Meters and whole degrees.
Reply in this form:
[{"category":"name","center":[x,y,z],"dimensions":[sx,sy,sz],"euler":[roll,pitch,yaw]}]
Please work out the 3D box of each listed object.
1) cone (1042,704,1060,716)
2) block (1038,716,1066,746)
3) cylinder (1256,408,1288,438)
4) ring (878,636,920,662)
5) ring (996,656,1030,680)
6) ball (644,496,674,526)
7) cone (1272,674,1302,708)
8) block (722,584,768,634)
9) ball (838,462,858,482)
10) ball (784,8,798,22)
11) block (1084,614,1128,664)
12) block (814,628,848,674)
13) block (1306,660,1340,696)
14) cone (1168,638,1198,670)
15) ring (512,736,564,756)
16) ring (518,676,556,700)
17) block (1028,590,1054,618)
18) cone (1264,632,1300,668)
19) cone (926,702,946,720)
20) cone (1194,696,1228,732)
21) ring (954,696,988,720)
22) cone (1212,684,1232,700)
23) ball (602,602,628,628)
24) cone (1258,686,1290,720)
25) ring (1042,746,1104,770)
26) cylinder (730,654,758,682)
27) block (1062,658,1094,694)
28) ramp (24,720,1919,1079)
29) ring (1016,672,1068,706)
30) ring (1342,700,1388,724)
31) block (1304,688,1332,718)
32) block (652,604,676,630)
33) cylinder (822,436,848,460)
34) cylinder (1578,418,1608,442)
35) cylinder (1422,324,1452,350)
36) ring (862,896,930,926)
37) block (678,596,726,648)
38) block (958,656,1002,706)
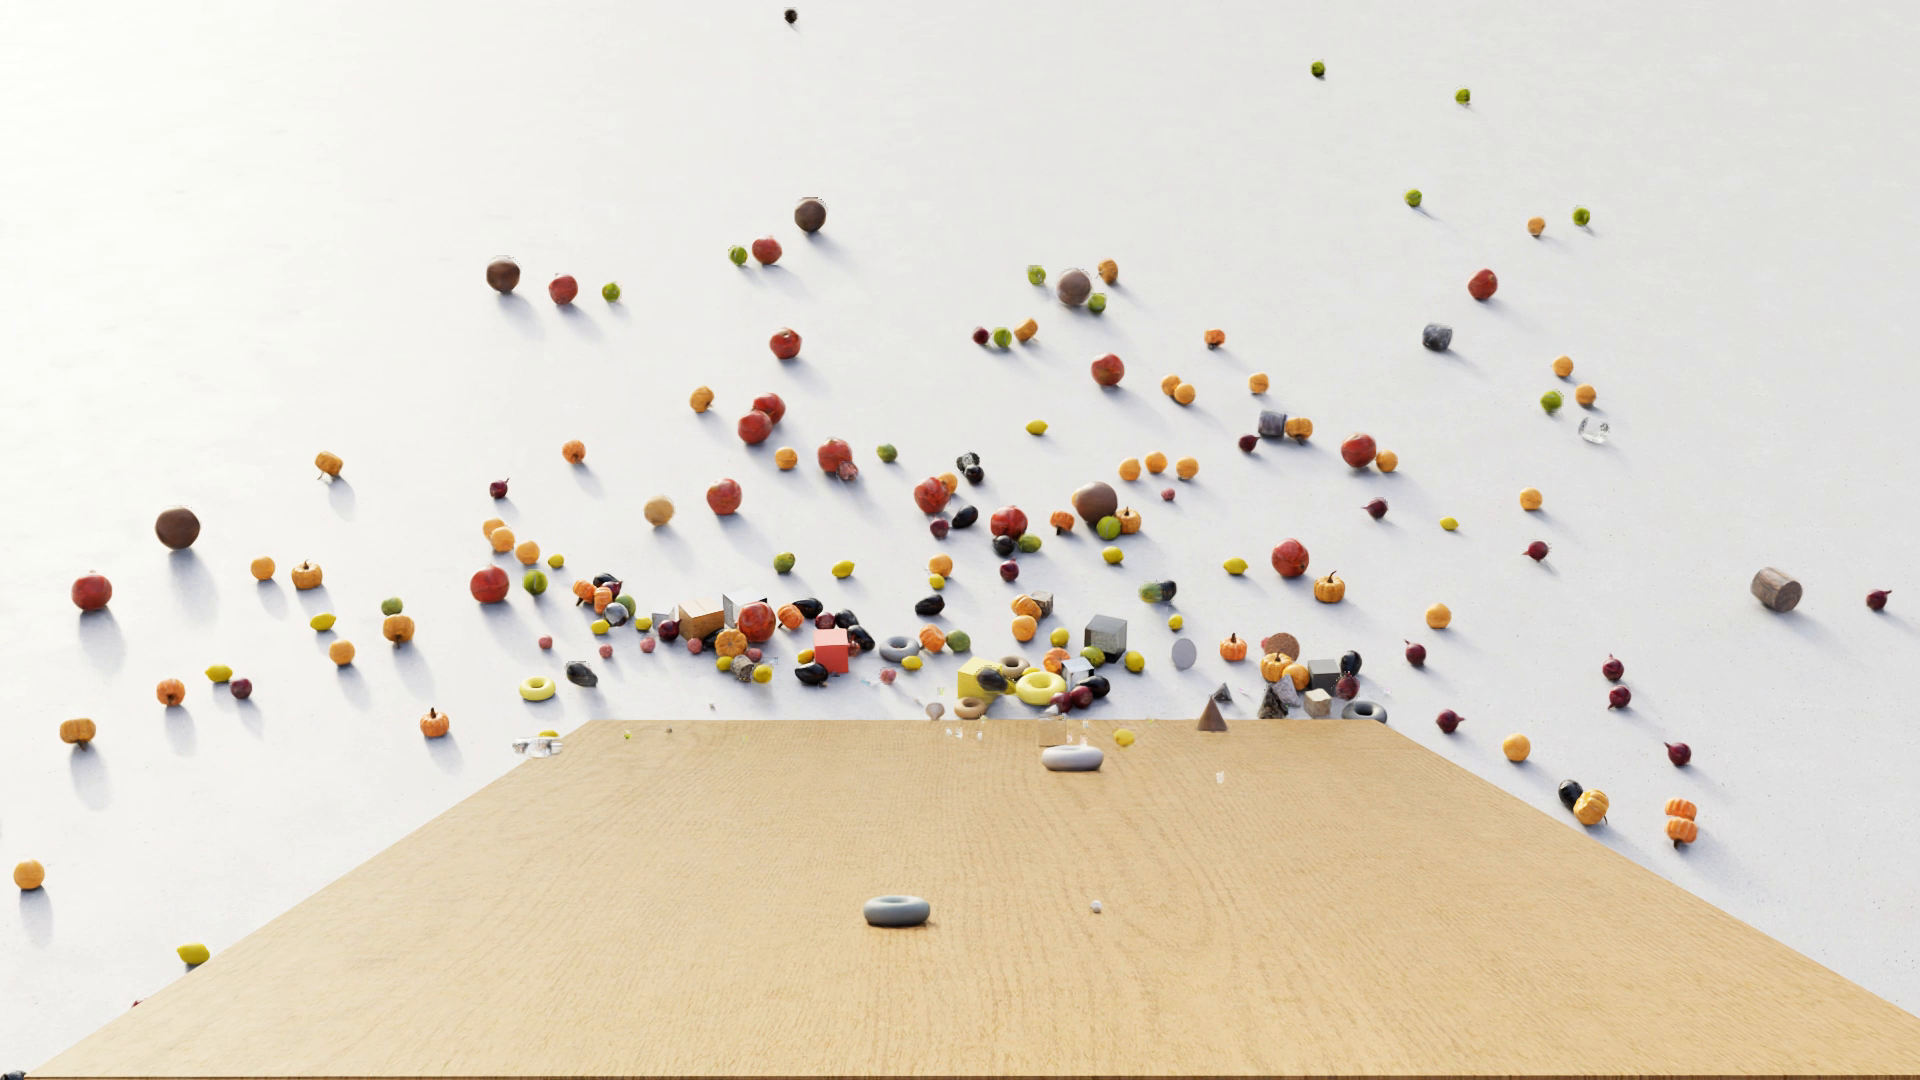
[{"category":"cone","center":[0.244,0.445,6.734],"dimensions":[0.052,0.052,0.052],"euler":[8,47,15]},{"category":"block","center":[0.211,0.439,5.919],"dimensions":[0.064,0.064,0.064],"euler":[0,1,0]},{"category":"cylinder","center":[1.011,-0.377,8.350],"dimensions":[0.078,0.078,0.078],"euler":[26,34,18]},{"category":"ring","center":[-0.166,0.297,7.061],"dimensions":[0.113,0.038,0.113],"euler":[-1,28,0]},{"category":"ring","center":[0.141,0.344,6.973],"dimensions":[0.098,0.033,0.098],"euler":[0,28,0]},{"category":"ball","center":[-0.908,-0.088,7.764],"dimensions":[0.091,0.091,0.091],"euler":[0,27,0]},{"category":"cone","center":[0.873,0.414,6.826],"dimensions":[0.087,0.087,0.087],"euler":[44,43,16]},{"category":"block","center":[-0.599,0.195,7.202],"dimensions":[0.092,0.092,0.092],"euler":[-17,31,-29]},{"category":"ball","center":[-0.347,-0.211,8.040],"dimensions":[0.061,0.061,0.061],"euler":[0,27,0]},{"category":"ball","center":[-0.835,-2.587,12.736],"dimensions":[0.070,0.070,0.070],"euler":[0,27,0]},{"category":"block","center":[0.398,0.271,7.053],"dimensions":[0.091,0.091,0.091],"euler":[11,29,21]},{"category":"block","center":[-0.350,0.302,6.995],"dimensions":[0.088,0.088,0.088],"euler":[-2,27,-5]},{"category":"block","center":[0.968,0.369,6.878],"dimensions":[0.073,0.073,0.073],"euler":[-2,27,-4]},{"category":"cone","center":[0.587,0.311,7.032],"dimensions":[0.085,0.085,0.085],"euler":[-16,5,-29]},{"category":"ring","center":[-0.935,0.457,5.720],"dimensions":[0.113,0.038,0.113],"euler":[1,1,0]},{"category":"ring","center":[-1.125,0.395,6.872],"dimensions":[0.098,0.033,0.098],"euler":[1,28,0]},{"category":"block","center":[0.227,0.181,7.271],"dimensions":[0.054,0.054,0.054],"euler":[12,29,23]},{"category":"cone","center":[0.881,0.298,7.053],"dimensions":[0.095,0.095,0.095],"euler":[4,0,7]},{"category":"cone","center":[-0.064,0.447,6.572],"dimensions":[0.051,0.051,0.051],"euler":[3,19,5]},{"category":"cone","center":[0.612,0.421,6.286],"dimensions":[0.086,0.086,0.086],"euler":[0,1,0]},{"category":"ring","center":[0.028,0.441,6.783],"dimensions":[0.089,0.030,0.089],"euler":[1,27,0]},{"category":"cone","center":[0.686,0.413,6.846],"dimensions":[0.053,0.053,0.053],"euler":[-25,23,15]},{"category":"ball","center":[-0.960,0.210,7.195],"dimensions":[0.072,0.072,0.072],"euler":[0,27,0]},{"category":"cone","center":[0.814,0.417,6.751],"dimensions":[0.084,0.084,0.084],"euler":[-8,16,2]},{"category":"ring","center":[0.236,0.459,5.428],"dimensions":[0.132,0.044,0.132],"euler":[-1,2,0]},{"category":"cylinder","center":[-0.580,0.346,6.941],"dimensions":[0.057,0.057,0.057],"euler":[-14,30,-26]},{"category":"block","center":[0.314,0.362,6.899],"dimensions":[0.067,0.067,0.067],"euler":[-9,28,-18]},{"category":"ramp","center":[0.061,0.547,4.583],"dimensions":[2.000,0.100,4.000],"euler":[0,1,0]},{"category":"ring","center":[0.217,0.395,6.857],"dimensions":[0.137,0.046,0.137],"euler":[-1,27,1]},{"category":"ring","center":[1.056,0.459,6.738],"dimensions":[0.120,0.040,0.120],"euler":[-1,27,1]},{"category":"block","center":[0.939,0.430,6.781],"dimensions":[0.052,0.052,0.052],"euler":[-12,29,-22]},{"category":"block","center":[-0.828,0.216,7.206],"dimensions":[0.051,0.051,0.051],"euler":[5,27,11]},{"category":"cylinder","center":[-0.395,-0.293,8.204],"dimensions":[0.059,0.059,0.059],"euler":[21,33,35]},{"category":"cylinder","center":[2.040,-0.354,8.319],"dimensions":[0.066,0.066,0.066],"euler":[-22,34,-36]},{"category":"cylinder","center":[1.664,-0.709,9.007],"dimensions":[0.078,0.078,0.078],"euler":[17,31,30]},{"category":"ring","center":[-0.086,0.503,3.505],"dimensions":[0.092,0.031,0.092],"euler":[-1,2,0]},{"category":"block","center":[-0.714,0.226,7.137],"dimensions":[0.095,0.095,0.095],"euler":[-14,30,-26]},{"category":"block","center":[0.053,0.376,6.848],"dimensions":[0.087,0.087,0.087],"euler":[14,30,26]}]
